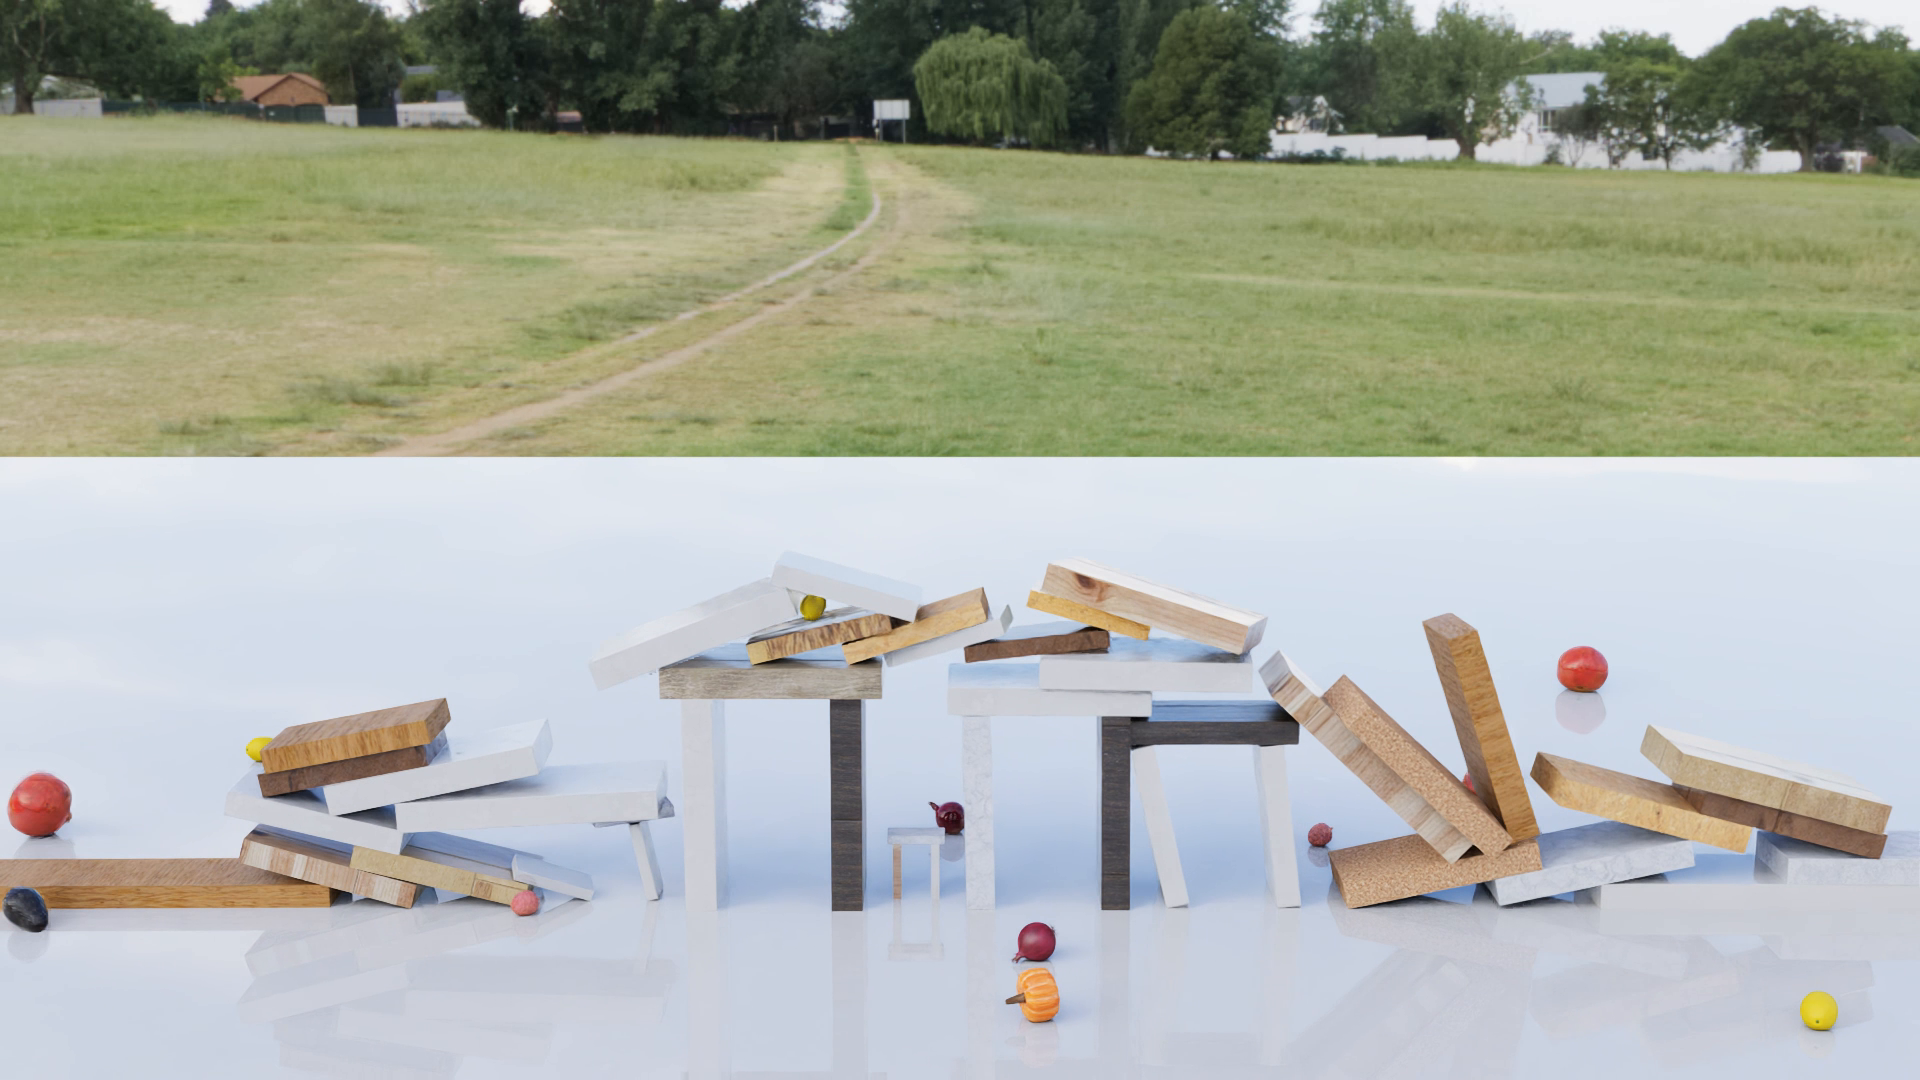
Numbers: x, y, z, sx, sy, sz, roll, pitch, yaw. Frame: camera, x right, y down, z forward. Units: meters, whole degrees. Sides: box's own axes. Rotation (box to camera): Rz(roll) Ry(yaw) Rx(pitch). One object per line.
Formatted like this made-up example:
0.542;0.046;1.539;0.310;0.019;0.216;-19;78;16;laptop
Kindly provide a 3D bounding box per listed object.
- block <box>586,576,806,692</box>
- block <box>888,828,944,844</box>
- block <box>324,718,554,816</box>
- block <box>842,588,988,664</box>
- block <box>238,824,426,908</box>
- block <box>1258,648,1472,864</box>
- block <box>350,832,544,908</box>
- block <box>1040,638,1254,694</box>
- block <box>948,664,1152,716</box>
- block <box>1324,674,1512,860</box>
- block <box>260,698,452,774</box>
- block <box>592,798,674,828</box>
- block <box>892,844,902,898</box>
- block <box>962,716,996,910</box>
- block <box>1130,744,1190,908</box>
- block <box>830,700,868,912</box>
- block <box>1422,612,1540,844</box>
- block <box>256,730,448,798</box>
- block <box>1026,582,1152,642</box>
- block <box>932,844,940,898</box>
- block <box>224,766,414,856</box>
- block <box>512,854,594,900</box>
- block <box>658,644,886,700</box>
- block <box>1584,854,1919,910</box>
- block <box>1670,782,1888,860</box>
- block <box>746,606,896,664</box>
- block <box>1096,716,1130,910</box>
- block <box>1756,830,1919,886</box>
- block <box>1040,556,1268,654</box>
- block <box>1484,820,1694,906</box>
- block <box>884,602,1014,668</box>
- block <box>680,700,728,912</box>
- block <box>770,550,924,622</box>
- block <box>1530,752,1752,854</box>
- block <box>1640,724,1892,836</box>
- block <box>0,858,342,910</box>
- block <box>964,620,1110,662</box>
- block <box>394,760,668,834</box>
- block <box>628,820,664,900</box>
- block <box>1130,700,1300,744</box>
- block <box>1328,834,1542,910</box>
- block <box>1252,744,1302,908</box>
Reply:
-0.427;0.143;3.588;0.344;0.049;0.172;-21;10;4;block
-0.072;0.491;3.649;0.095;0.013;0.047;0;11;0;block
-0.857;0.374;3.634;0.344;0.049;0.172;-11;11;0;block
-0.071;0.139;3.580;0.236;0.033;0.118;-18;9;6;block
-1.032;0.532;3.656;0.289;0.041;0.144;16;10;-3;block
0.665;0.354;3.622;0.410;0.050;0.178;43;8;-7;block
-0.851;0.535;3.660;0.289;0.041;0.144;14;10;-3;block
0.302;0.201;3.579;0.338;0.048;0.169;1;11;4;block
0.144;0.245;3.603;0.328;0.046;0.164;0;11;1;block
0.746;0.369;3.590;0.338;0.048;0.169;42;8;-13;block
-0.988;0.320;3.604;0.275;0.039;0.138;-11;11;3;block
-0.546;0.450;3.645;0.132;0.019;0.066;-7;11;-19;block
-0.104;0.544;3.658;0.013;0.095;0.047;0;11;0;block
0.031;0.428;3.642;0.046;0.328;0.164;-1;11;0;block
0.326;0.455;3.642;0.039;0.274;0.137;-13;10;3;block
-0.184;0.414;3.641;0.050;0.356;0.178;0;11;0;block
0.861;0.308;3.640;0.050;0.356;0.178;-19;7;1;block
-0.998;0.359;3.622;0.275;0.039;0.138;-11;11;2;block
0.213;0.115;3.574;0.202;0.029;0.101;16;9;6;block
-0.041;0.544;3.658;0.013;0.095;0.047;0;11;0;block
-1.050;0.446;3.635;0.289;0.041;0.144;14;10;-4;block
-0.674;0.558;3.640;0.132;0.019;0.066;20;10;-19;block
-0.303;0.214;3.603;0.356;0.050;0.178;0;11;0;block
1.383;0.569;3.665;0.673;0.043;0.153;0;11;0;block
1.352;0.447;3.637;0.306;0.043;0.153;15;10;-2;block
-0.223;0.146;3.579;0.236;0.033;0.118;-14;10;5;block
0.253;0.428;3.641;0.046;0.328;0.164;-1;11;1;block
1.503;0.527;3.654;0.306;0.043;0.153;0;11;1;block
0.317;0.103;3.565;0.338;0.048;0.169;18;9;17;block
1.034;0.527;3.658;0.321;0.046;0.161;-12;10;3;block
-0.018;0.155;3.579;0.202;0.029;0.101;-16;10;13;block
-0.422;0.414;3.641;0.050;0.356;0.178;0;11;0;block
-0.179;0.073;3.534;0.236;0.033;0.118;15;11;1;block
1.122;0.432;3.634;0.321;0.046;0.161;15;10;-5;block
1.323;0.393;3.623;0.356;0.050;0.178;14;10;-3;block
-1.336;0.571;3.663;0.605;0.039;0.138;0;11;-1;block
0.123;0.162;3.585;0.234;0.029;0.101;-6;10;0;block
-0.704;0.424;3.643;0.421;0.049;0.172;-3;11;-1;block
-0.522;0.525;3.655;0.019;0.132;0.066;-12;10;2;block
0.412;0.299;3.617;0.274;0.039;0.137;0;11;1;block
0.788;0.534;3.663;0.321;0.046;0.161;-12;10;3;block
0.522;0.454;3.643;0.039;0.274;0.137;-7;10;2;block
